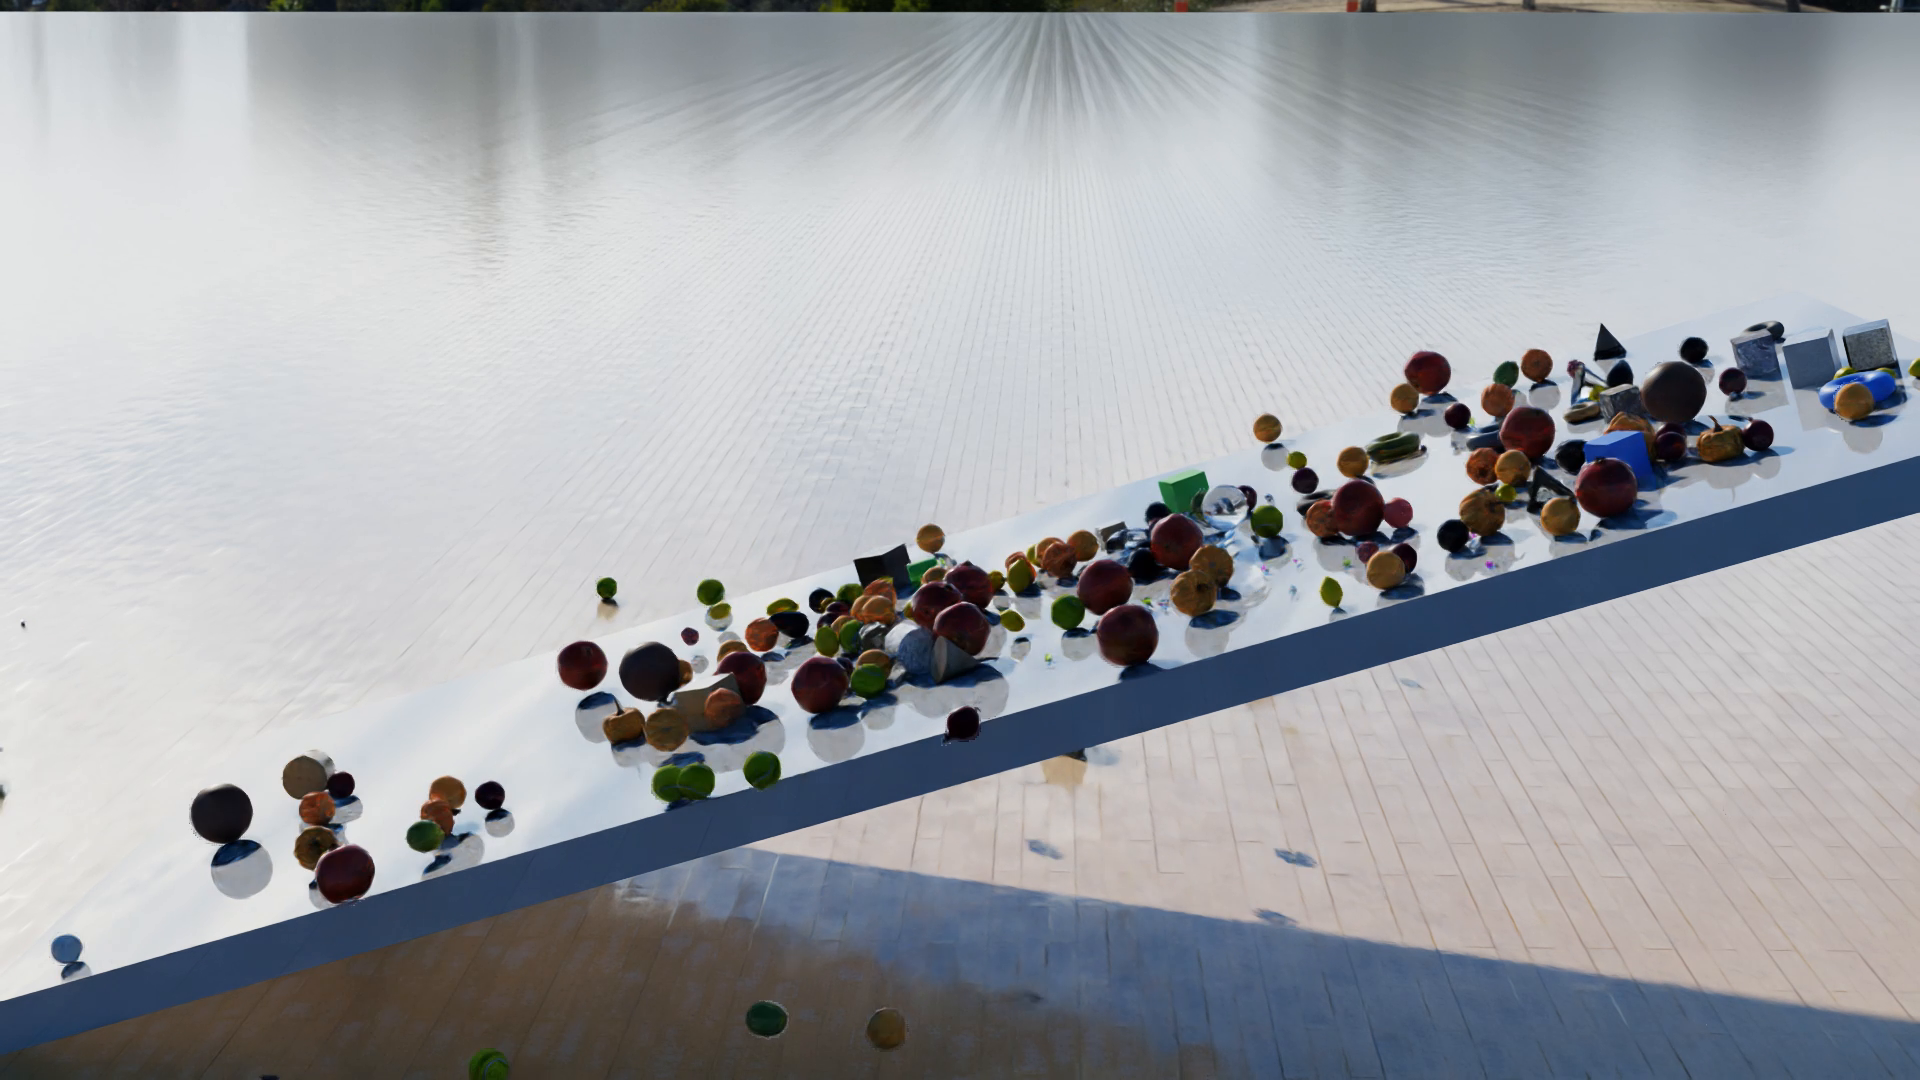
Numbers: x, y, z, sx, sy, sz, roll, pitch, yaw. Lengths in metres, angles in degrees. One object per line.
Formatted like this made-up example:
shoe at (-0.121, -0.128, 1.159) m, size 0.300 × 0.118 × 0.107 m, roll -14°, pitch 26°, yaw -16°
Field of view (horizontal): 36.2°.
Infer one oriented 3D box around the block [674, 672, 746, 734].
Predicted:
block at (-0.507, 0.331, 5.973) m, size 0.090 × 0.090 × 0.090 m, roll -10°, pitch 12°, yaw 35°

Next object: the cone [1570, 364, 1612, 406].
cone at (1.420, -0.339, 6.548) m, size 0.096 × 0.096 × 0.096 m, roll 10°, pitch 11°, yaw 0°

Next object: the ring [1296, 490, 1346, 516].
ring at (0.767, -0.079, 6.243) m, size 0.108 × 0.036 × 0.108 m, roll -15°, pitch 11°, yaw 3°

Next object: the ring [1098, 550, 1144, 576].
ring at (0.341, 0.049, 6.261) m, size 0.104 × 0.035 × 0.104 m, roll -15°, pitch 11°, yaw 3°

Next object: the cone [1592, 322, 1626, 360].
cone at (1.537, -0.480, 7.007) m, size 0.083 × 0.083 × 0.083 m, roll -17°, pitch 10°, yaw 3°

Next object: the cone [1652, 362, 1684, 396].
cone at (1.527, -0.353, 6.286) m, size 0.070 × 0.070 × 0.070 m, roll 16°, pitch 22°, yaw -7°

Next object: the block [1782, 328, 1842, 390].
block at (1.751, -0.374, 6.043) m, size 0.092 × 0.092 × 0.092 m, roll -12°, pitch 11°, yaw 25°

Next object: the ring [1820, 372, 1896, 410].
ring at (1.747, -0.291, 5.728) m, size 0.145 × 0.048 × 0.145 m, roll -15°, pitch 10°, yaw 3°

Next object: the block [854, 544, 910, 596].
block at (-0.176, 0.068, 6.864) m, size 0.089 × 0.089 × 0.089 m, roll -8°, pitch 13°, yaw 41°

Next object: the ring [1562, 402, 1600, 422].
ring at (1.349, -0.277, 6.379) m, size 0.084 × 0.028 × 0.084 m, roll -16°, pitch 11°, yaw 3°

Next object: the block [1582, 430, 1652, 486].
block at (1.272, -0.158, 5.691) m, size 0.084 × 0.084 × 0.084 m, roll -21°, pitch 11°, yaw -21°

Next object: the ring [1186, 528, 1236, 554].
ring at (0.529, -0.001, 6.216) m, size 0.108 × 0.036 × 0.108 m, roll -16°, pitch 11°, yaw 3°

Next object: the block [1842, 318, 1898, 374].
block at (1.851, -0.391, 5.982) m, size 0.087 × 0.087 × 0.087 m, roll -13°, pitch 11°, yaw 23°

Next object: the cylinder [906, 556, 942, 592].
cylinder at (-0.081, 0.077, 6.726) m, size 0.065 × 0.065 × 0.065 m, roll -18°, pitch 13°, yaw -6°

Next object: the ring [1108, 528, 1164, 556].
ring at (0.378, 0.006, 6.311) m, size 0.124 × 0.041 × 0.124 m, roll -2°, pitch -14°, yaw -1°

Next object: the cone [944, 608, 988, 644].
cone at (0.016, 0.188, 6.029) m, size 0.090 × 0.090 × 0.090 m, roll 10°, pitch 11°, yaw 2°

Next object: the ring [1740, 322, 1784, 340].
ring at (1.804, -0.464, 6.618) m, size 0.101 × 0.034 × 0.101 m, roll -19°, pitch 12°, yaw 4°

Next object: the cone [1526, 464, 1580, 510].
cone at (1.146, -0.092, 5.660) m, size 0.093 × 0.093 × 0.093 m, roll 12°, pitch 13°, yaw 8°

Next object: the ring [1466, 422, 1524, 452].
ring at (1.155, -0.221, 6.357) m, size 0.126 × 0.042 × 0.126 m, roll -15°, pitch 10°, yaw 3°

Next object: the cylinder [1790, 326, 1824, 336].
cylinder at (1.797, -0.407, 6.207) m, size 0.071 × 0.071 × 0.071 m, roll -17°, pitch 10°, yaw 3°

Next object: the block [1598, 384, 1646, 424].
block at (1.402, -0.288, 6.235) m, size 0.066 × 0.066 × 0.066 m, roll -18°, pitch 10°, yaw -8°

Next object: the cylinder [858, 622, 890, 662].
cylinder at (-0.171, 0.212, 6.110) m, size 0.073 × 0.073 × 0.073 m, roll -2°, pitch 7°, yaw -10°

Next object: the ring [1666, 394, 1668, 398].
ring at (1.484, -0.308, 6.321) m, size 0.082 × 0.027 × 0.082 m, roll -18°, pitch 10°, yaw 3°

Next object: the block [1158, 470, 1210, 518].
block at (0.513, -0.105, 6.668) m, size 0.084 × 0.084 × 0.084 m, roll -20°, pitch 10°, yaw -15°

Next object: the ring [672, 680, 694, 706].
ring at (-0.559, 0.324, 6.258) m, size 0.112 × 0.037 × 0.112 m, roll -20°, pitch 11°, yaw 4°

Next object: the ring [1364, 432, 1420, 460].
ring at (0.972, -0.212, 6.609) m, size 0.128 × 0.043 × 0.128 m, roll -16°, pitch 9°, yaw 3°

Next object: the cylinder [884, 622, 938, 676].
cylinder at (-0.093, 0.218, 5.891) m, size 0.094 × 0.094 × 0.094 m, roll -4°, pitch 7°, yaw -19°

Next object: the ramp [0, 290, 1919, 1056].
ramp at (0.093, 0.186, 6.318) m, size 4.000 × 0.100 × 2.000 m, roll -16°, pitch 10°, yaw 5°

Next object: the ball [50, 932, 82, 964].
ball at (-1.708, 0.780, 5.621) m, size 0.059 × 0.059 × 0.059 m, roll 0°, pitch 11°, yaw 0°

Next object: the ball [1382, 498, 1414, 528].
ball at (0.872, -0.054, 5.859) m, size 0.060 × 0.060 × 0.060 m, roll 0°, pitch 11°, yaw 0°

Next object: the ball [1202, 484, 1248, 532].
ball at (0.553, -0.067, 6.138) m, size 0.097 × 0.097 × 0.097 m, roll 0°, pitch 11°, yaw 0°

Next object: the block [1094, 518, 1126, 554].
block at (0.338, -0.009, 6.513) m, size 0.058 × 0.058 × 0.058 m, roll -19°, pitch 10°, yaw -10°

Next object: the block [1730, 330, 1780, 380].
block at (1.702, -0.398, 6.297) m, size 0.078 × 0.078 × 0.078 m, roll -15°, pitch 10°, yaw 10°
